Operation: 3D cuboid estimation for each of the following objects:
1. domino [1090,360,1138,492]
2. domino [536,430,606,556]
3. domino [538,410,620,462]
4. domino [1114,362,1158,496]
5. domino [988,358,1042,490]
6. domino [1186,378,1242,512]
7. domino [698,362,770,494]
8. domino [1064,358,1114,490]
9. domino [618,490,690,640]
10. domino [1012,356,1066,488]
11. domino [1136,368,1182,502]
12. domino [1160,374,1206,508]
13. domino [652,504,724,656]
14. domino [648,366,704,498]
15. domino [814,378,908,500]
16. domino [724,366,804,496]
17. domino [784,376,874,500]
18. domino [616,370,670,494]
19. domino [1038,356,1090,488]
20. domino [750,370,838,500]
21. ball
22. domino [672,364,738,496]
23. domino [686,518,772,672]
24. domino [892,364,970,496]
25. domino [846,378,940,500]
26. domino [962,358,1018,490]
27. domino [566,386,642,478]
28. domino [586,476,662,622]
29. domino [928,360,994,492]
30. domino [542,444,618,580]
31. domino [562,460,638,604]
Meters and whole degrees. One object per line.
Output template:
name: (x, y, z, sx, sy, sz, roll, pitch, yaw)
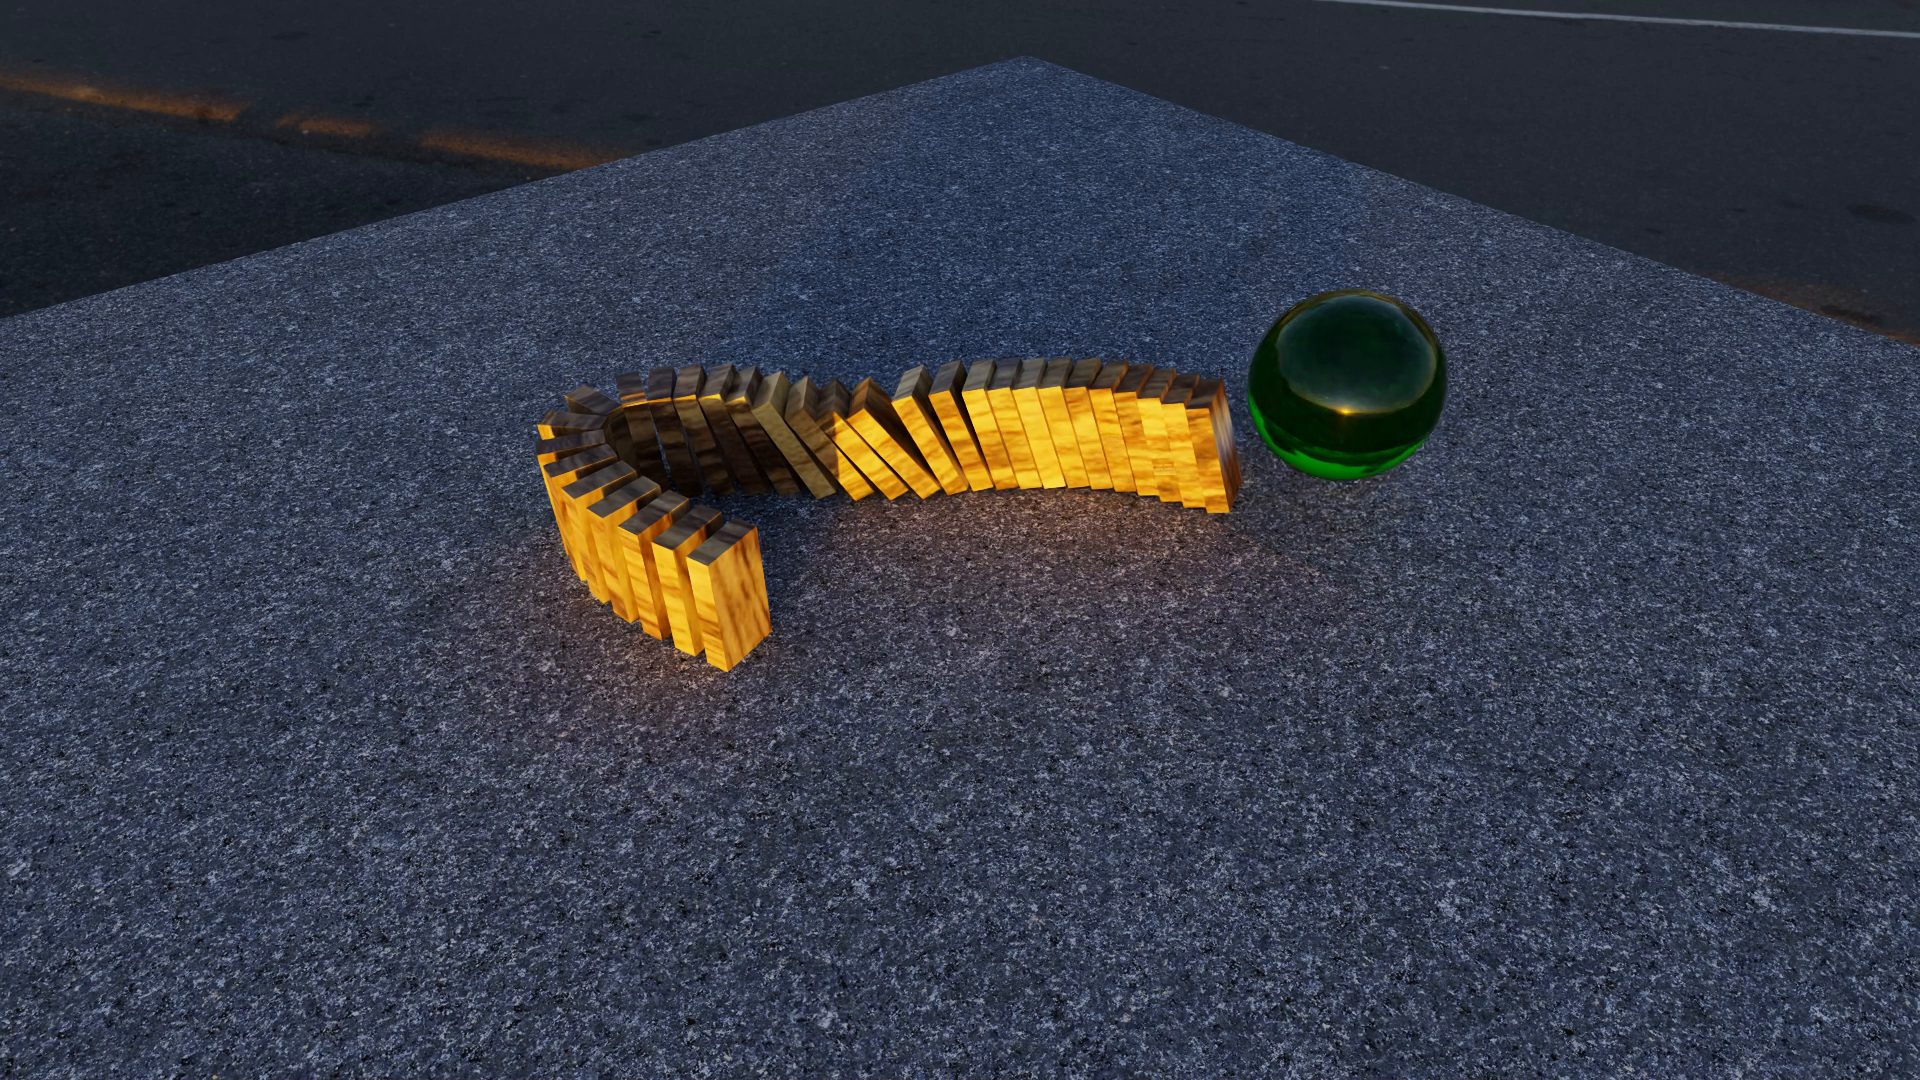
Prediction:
domino: (0.069, -0.049, 0.470, 0.009, 0.050, 0.025, 0, 35, 30)
domino: (-0.148, -0.018, 0.434, 0.025, 0.050, 0.009, -13, 43, -15)
domino: (-0.151, -0.028, 0.445, 0.025, 0.050, 0.010, 6, 42, 7)
domino: (0.079, -0.047, 0.468, 0.009, 0.050, 0.025, 0, 35, 30)
domino: (0.026, -0.050, 0.472, 0.010, 0.050, 0.025, -6, 36, 22)
domino: (0.106, -0.039, 0.459, 0.009, 0.050, 0.025, 0, 35, 30)
domino: (-0.094, -0.047, 0.468, 0.009, 0.050, 0.025, -10, 38, 13)
domino: (0.058, -0.050, 0.472, 0.010, 0.050, 0.025, -3, 36, 26)
domino: (-0.107, 0.010, 0.400, 0.009, 0.050, 0.025, 22, 44, 25)
domino: (0.036, -0.050, 0.472, 0.009, 0.050, 0.025, -6, 36, 22)
domino: (0.088, -0.044, 0.465, 0.009, 0.050, 0.025, 0, 35, 30)
domino: (0.097, -0.041, 0.462, 0.009, 0.050, 0.025, 0, 35, 30)
domino: (-0.094, 0.015, 0.394, 0.010, 0.050, 0.025, 21, 44, 23)
domino: (-0.120, -0.045, 0.466, 0.010, 0.050, 0.025, -11, 40, -3)
domino: (-0.041, -0.042, 0.466, 0.010, 0.050, 0.025, -30, 34, 21)
domino: (-0.081, -0.046, 0.468, 0.010, 0.050, 0.025, -15, 36, 16)
domino: (-0.054, -0.043, 0.466, 0.009, 0.050, 0.025, -27, 35, 19)
domino: (-0.133, -0.043, 0.463, 0.009, 0.050, 0.025, -15, 42, -14)
domino: (0.047, -0.050, 0.472, 0.009, 0.050, 0.025, -5, 36, 23)
domino: (-0.068, -0.044, 0.467, 0.010, 0.050, 0.025, -20, 35, 20)
ball: (0.163, -0.065, 0.467, 0.080, 0.080, 0.080, 0, 39, 0)
domino: (-0.107, -0.047, 0.468, 0.009, 0.050, 0.025, -11, 39, 4)
domino: (-0.081, 0.020, 0.387, 0.009, 0.050, 0.025, 21, 44, 24)
domino: (-0.010, -0.047, 0.469, 0.010, 0.050, 0.025, -17, 33, 25)
domino: (-0.027, -0.043, 0.468, 0.010, 0.050, 0.025, -30, 32, 24)
domino: (0.015, -0.049, 0.471, 0.010, 0.050, 0.025, -8, 36, 20)
domino: (-0.146, -0.037, 0.456, 0.025, 0.050, 0.010, 27, 49, 29)
domino: (-0.120, 0.004, 0.407, 0.010, 0.050, 0.025, 27, 47, 29)
domino: (0.003, -0.049, 0.471, 0.010, 0.050, 0.025, -11, 35, 22)
domino: (-0.141, -0.010, 0.424, 0.025, 0.050, 0.010, -24, 45, -26)
domino: (-0.131, -0.003, 0.415, 0.025, 0.050, 0.009, -32, 49, -33)
